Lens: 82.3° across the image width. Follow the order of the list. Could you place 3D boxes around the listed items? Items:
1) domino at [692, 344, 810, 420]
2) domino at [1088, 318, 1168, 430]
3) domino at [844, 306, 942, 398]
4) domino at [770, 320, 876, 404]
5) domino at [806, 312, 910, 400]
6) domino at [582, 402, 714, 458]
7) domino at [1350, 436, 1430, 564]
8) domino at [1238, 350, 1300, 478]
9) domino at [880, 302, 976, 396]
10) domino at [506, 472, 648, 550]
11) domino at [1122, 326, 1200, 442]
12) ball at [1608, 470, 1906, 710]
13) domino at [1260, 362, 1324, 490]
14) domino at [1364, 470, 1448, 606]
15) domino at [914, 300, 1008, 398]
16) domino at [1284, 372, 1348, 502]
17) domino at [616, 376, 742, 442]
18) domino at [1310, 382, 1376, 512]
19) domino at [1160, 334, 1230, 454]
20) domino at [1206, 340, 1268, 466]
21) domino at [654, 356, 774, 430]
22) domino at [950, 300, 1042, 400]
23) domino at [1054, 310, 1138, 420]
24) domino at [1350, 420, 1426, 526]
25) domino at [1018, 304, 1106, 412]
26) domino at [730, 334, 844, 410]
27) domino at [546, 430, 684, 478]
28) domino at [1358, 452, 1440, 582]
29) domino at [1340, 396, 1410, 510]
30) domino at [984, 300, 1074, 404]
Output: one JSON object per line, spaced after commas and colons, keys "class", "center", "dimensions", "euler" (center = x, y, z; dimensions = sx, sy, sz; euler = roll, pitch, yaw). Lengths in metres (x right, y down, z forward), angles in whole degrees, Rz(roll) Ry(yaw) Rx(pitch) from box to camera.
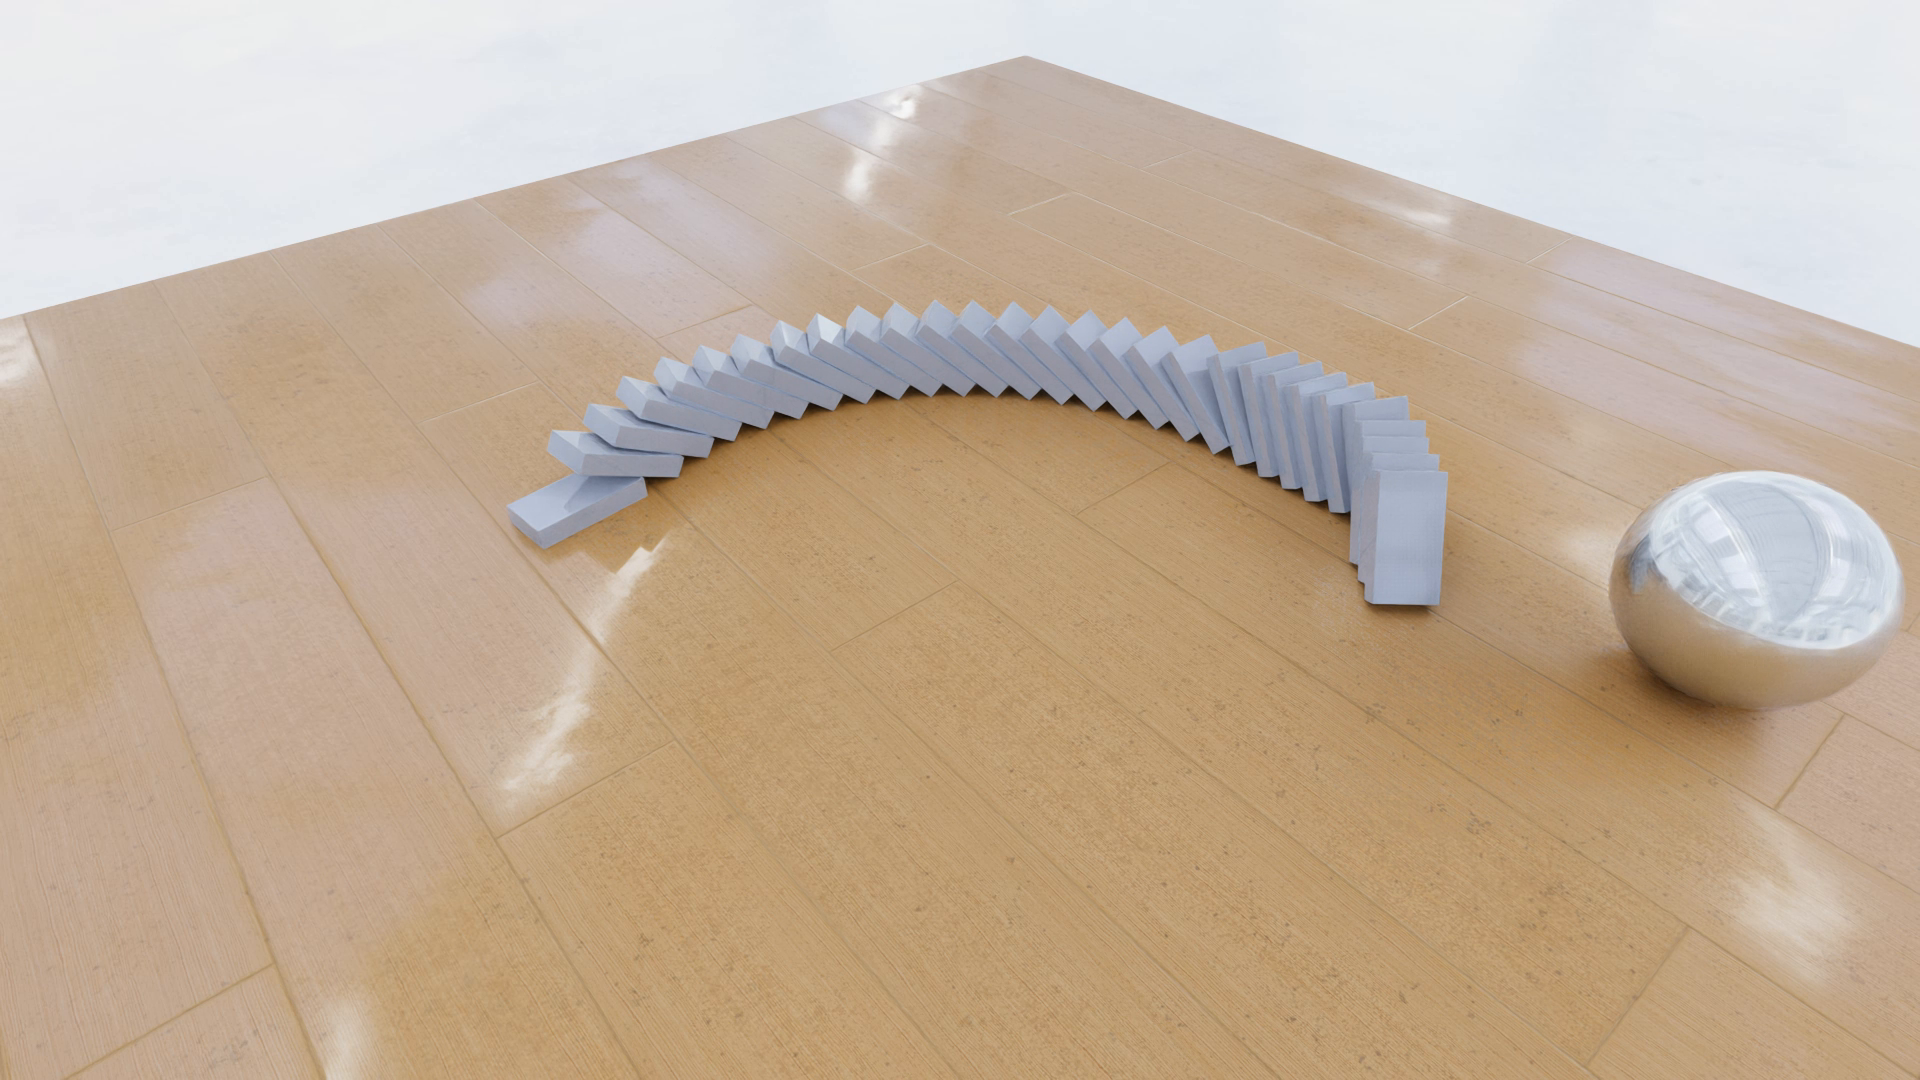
{"class": "domino", "center": [-0.097, -0.073, 0.512], "dimensions": [0.050, 0.009, 0.025], "euler": [16, 26, -39]}
{"class": "domino", "center": [0.085, -0.079, 0.517], "dimensions": [0.050, 0.010, 0.025], "euler": [50, 52, 0]}
{"class": "domino", "center": [-0.032, -0.091, 0.533], "dimensions": [0.050, 0.010, 0.025], "euler": [29, 33, -23]}
{"class": "domino", "center": [-0.065, -0.085, 0.525], "dimensions": [0.050, 0.009, 0.025], "euler": [23, 28, -31]}
{"class": "domino", "center": [-0.049, -0.088, 0.529], "dimensions": [0.050, 0.010, 0.025], "euler": [25, 30, -29]}
{"class": "domino", "center": [-0.136, -0.048, 0.482], "dimensions": [0.025, 0.010, 0.050], "euler": [32, 17, 33]}
{"class": "domino", "center": [0.169, -0.015, 0.433], "dimensions": [0.025, 0.050, 0.010], "euler": [1, 7, 1]}
{"class": "domino", "center": [0.139, -0.055, 0.481], "dimensions": [0.025, 0.050, 0.009], "euler": [-17, 9, -19]}
{"class": "domino", "center": [-0.015, -0.092, 0.534], "dimensions": [0.050, 0.009, 0.025], "euler": [31, 34, -21]}
{"class": "domino", "center": [-0.161, -0.017, 0.464], "dimensions": [0.025, 0.010, 0.050], "euler": [31, 48, 32]}
{"class": "domino", "center": [0.100, -0.073, 0.510], "dimensions": [0.025, 0.010, 0.050], "euler": [-34, 87, -34]}
{"class": "ball", "center": [0.263, 0.017, 0.368], "dimensions": [0.080, 0.080, 0.080], "euler": [0, 39, 0]}
{"class": "domino", "center": [0.147, -0.049, 0.474], "dimensions": [0.025, 0.050, 0.010], "euler": [-17, 9, -19]}
{"class": "domino", "center": [0.168, -0.001, 0.415], "dimensions": [0.025, 0.050, 0.009], "euler": [1, 7, 1]}
{"class": "domino", "center": [0.003, -0.093, 0.535], "dimensions": [0.050, 0.010, 0.025], "euler": [34, 37, -16]}
{"class": "domino", "center": [0.155, -0.044, 0.467], "dimensions": [0.025, 0.050, 0.009], "euler": [-16, 9, -19]}
{"class": "domino", "center": [-0.126, -0.059, 0.494], "dimensions": [0.050, 0.010, 0.025], "euler": [11, 21, -48]}
{"class": "domino", "center": [0.164, -0.039, 0.461], "dimensions": [0.025, 0.050, 0.009], "euler": [-15, 9, -19]}
{"class": "domino", "center": [0.115, -0.067, 0.501], "dimensions": [0.025, 0.009, 0.050], "euler": [-26, 85, -29]}
{"class": "domino", "center": [0.129, -0.061, 0.490], "dimensions": [0.025, 0.050, 0.009], "euler": [-18, 3, -20]}
{"class": "domino", "center": [-0.113, -0.067, 0.504], "dimensions": [0.050, 0.009, 0.025], "euler": [15, 24, -40]}
{"class": "domino", "center": [0.020, -0.092, 0.534], "dimensions": [0.050, 0.010, 0.025], "euler": [37, 40, -13]}
{"class": "domino", "center": [0.070, -0.084, 0.524], "dimensions": [0.050, 0.009, 0.025], "euler": [47, 49, -3]}
{"class": "domino", "center": [0.172, -0.023, 0.442], "dimensions": [0.025, 0.050, 0.010], "euler": [0, 7, 0]}
{"class": "domino", "center": [0.054, -0.087, 0.528], "dimensions": [0.050, 0.010, 0.025], "euler": [43, 45, -6]}
{"class": "domino", "center": [-0.082, -0.079, 0.519], "dimensions": [0.050, 0.010, 0.025], "euler": [18, 27, -36]}
{"class": "domino", "center": [-0.146, -0.037, 0.470], "dimensions": [0.025, 0.010, 0.050], "euler": [31, 19, 32]}
{"class": "domino", "center": [0.169, -0.008, 0.424], "dimensions": [0.025, 0.050, 0.009], "euler": [1, 7, 1]}
{"class": "domino", "center": [0.173, -0.033, 0.453], "dimensions": [0.025, 0.050, 0.010], "euler": [-9, 7, -15]}
{"class": "domino", "center": [0.037, -0.091, 0.532], "dimensions": [0.050, 0.010, 0.025], "euler": [41, 43, -8]}
